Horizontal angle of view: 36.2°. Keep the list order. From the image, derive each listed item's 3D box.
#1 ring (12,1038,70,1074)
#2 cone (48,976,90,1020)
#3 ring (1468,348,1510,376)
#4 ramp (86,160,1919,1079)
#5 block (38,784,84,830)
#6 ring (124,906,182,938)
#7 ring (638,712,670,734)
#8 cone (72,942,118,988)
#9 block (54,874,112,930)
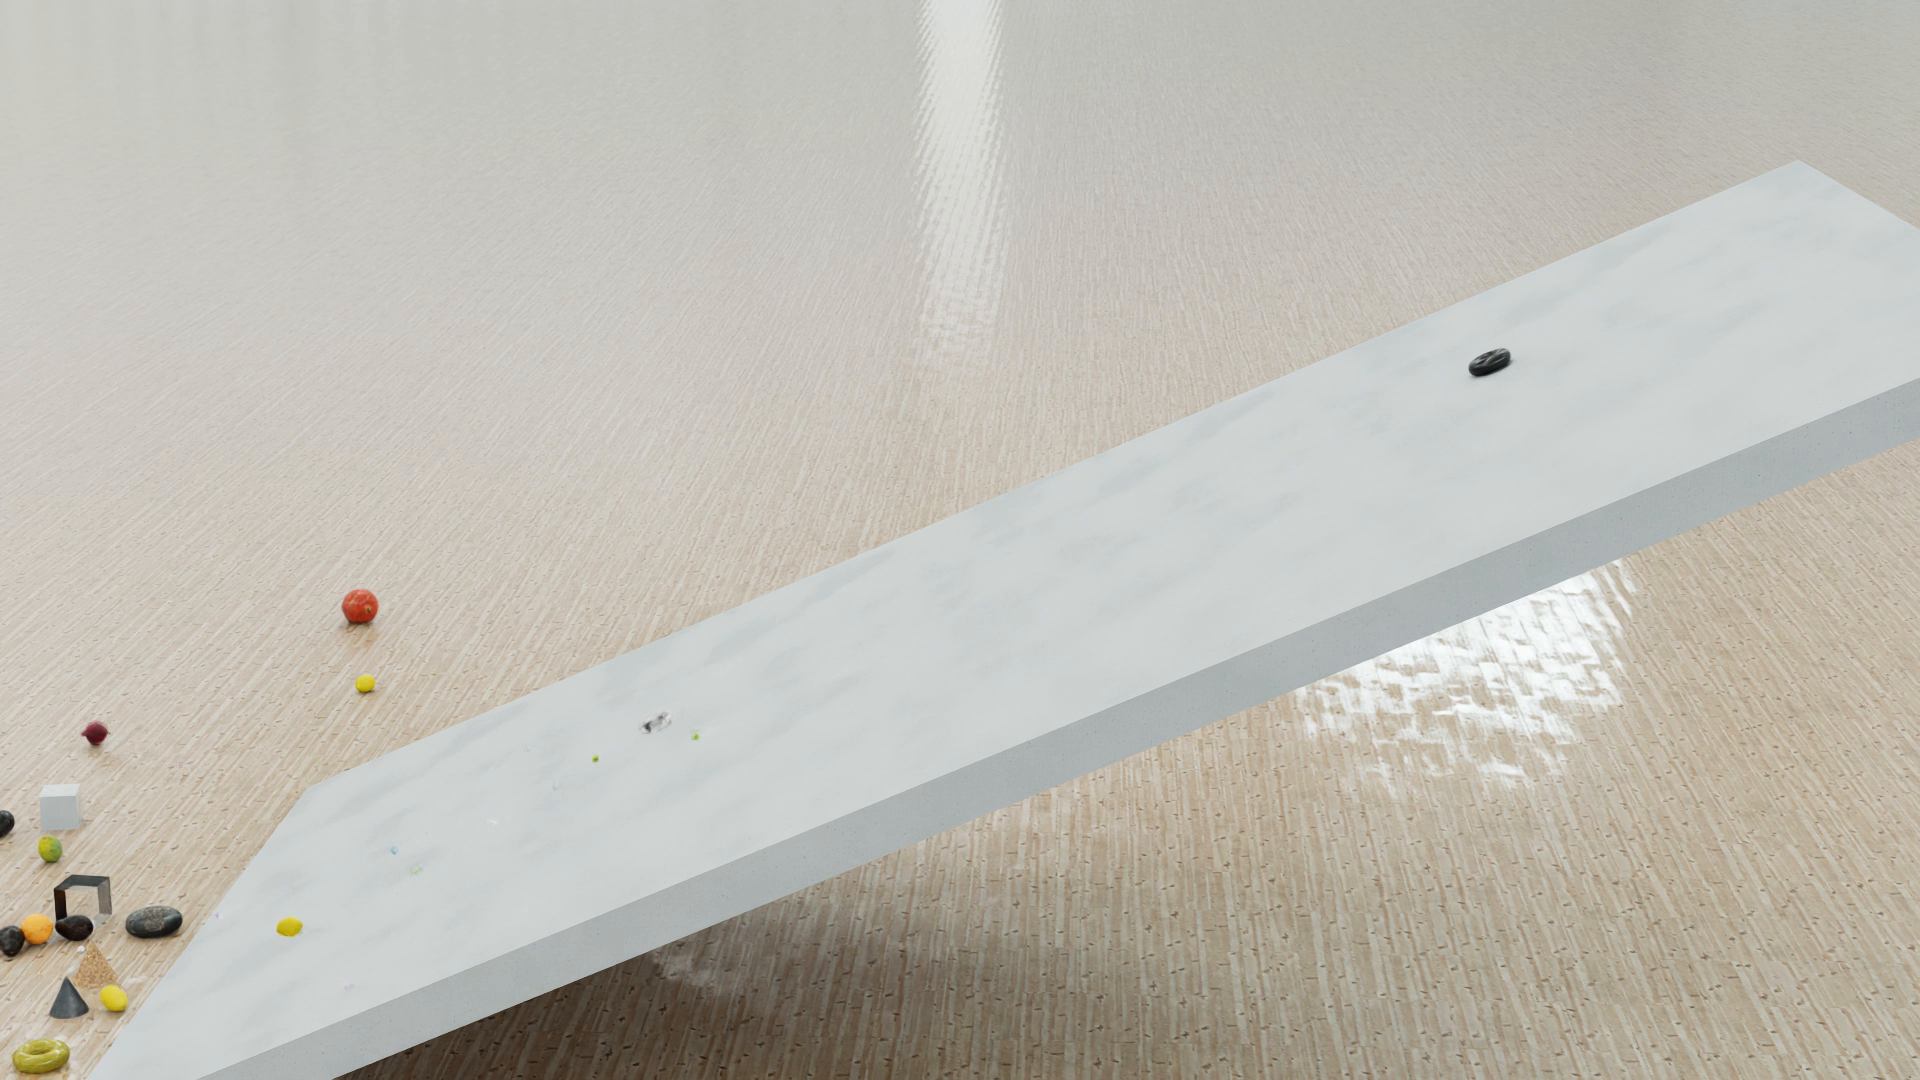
[{"bbox_3d":[-1.920,1.078,6.146,0.117,0.039,0.117,-1,16,0],"label":"ring"},{"bbox_3d":[-1.942,0.986,6.401,0.085,0.085,0.085,0,15,0],"label":"cone"},{"bbox_3d":[1.143,-0.384,6.348,0.098,0.033,0.098,-25,9,4],"label":"ring"},{"bbox_3d":[0.132,0.170,6.284,4.000,0.100,2.000,-23,13,8],"label":"ramp"},{"bbox_3d":[-2.298,0.682,7.521,0.090,0.090,0.090,-2,15,-8],"label":"block"},{"bbox_3d":[-1.875,0.889,6.843,0.131,0.044,0.131,-1,15,0],"label":"ring"},{"bbox_3d":[-0.680,0.407,6.546,0.078,0.026,0.078,-24,11,5],"label":"ring"},{"bbox_3d":[-1.932,0.937,6.560,0.097,0.097,0.097,0,15,0],"label":"cone"},{"bbox_3d":[-2.056,0.848,6.895,0.095,0.095,0.095,2,15,9],"label":"block"}]
